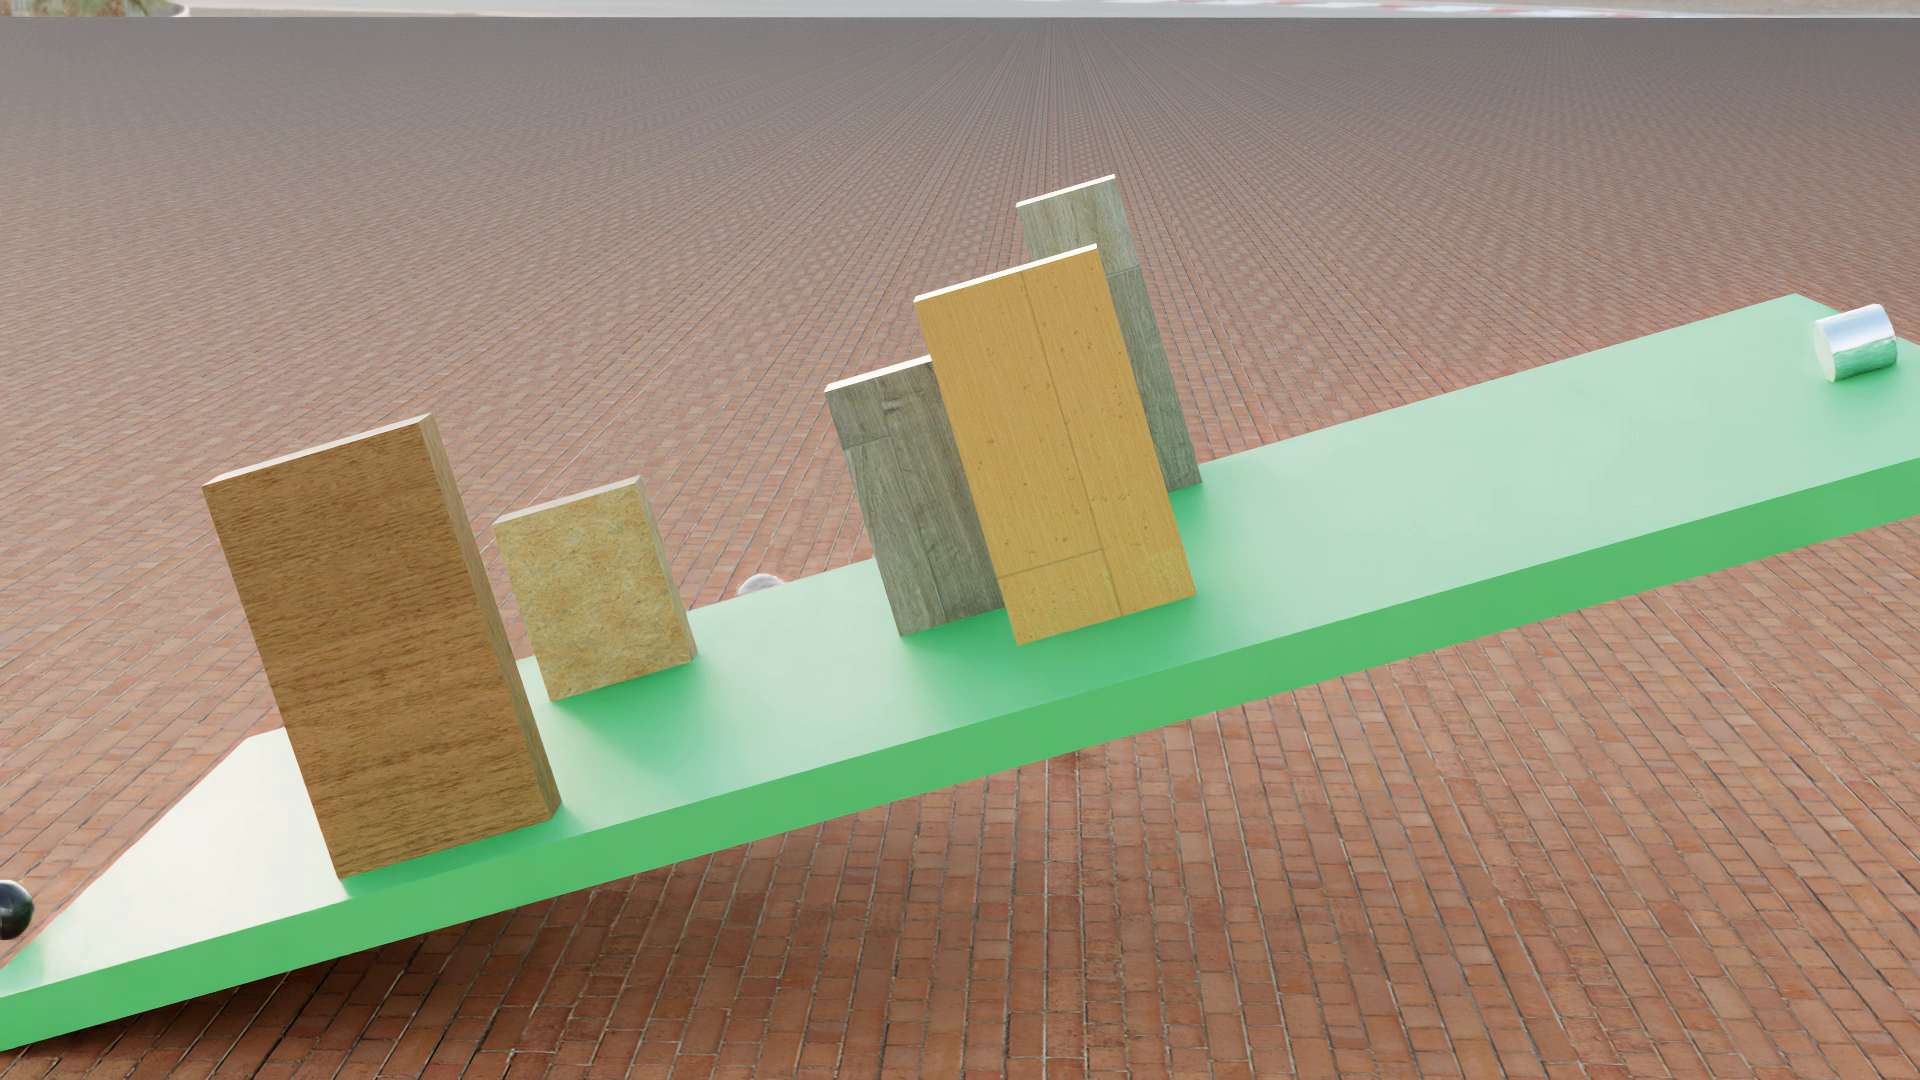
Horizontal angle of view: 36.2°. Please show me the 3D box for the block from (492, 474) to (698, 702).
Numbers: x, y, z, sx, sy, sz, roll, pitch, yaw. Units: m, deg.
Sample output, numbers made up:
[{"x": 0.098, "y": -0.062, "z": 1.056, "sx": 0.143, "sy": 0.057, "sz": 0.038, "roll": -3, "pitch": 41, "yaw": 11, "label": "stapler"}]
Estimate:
[{"x": -0.834, "y": 0.111, "z": 6.735, "sx": 0.340, "sy": 0.429, "sz": 0.117, "roll": -16, "pitch": 10, "yaw": 5, "label": "block"}]

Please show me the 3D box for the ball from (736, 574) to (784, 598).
[{"x": -0.612, "y": 0.190, "z": 9.156, "sx": 0.168, "sy": 0.168, "sz": 0.168, "roll": 0, "pitch": 11, "yaw": 0, "label": "ball"}]

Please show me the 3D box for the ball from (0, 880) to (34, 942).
[{"x": -1.944, "y": 0.751, "z": 5.968, "sx": 0.123, "sy": 0.123, "sz": 0.123, "roll": 0, "pitch": 11, "yaw": 0, "label": "ball"}]

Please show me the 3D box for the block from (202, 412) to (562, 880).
[{"x": -1.092, "y": 0.203, "z": 5.589, "sx": 0.429, "sy": 0.794, "sz": 0.130, "roll": -16, "pitch": 10, "yaw": 5, "label": "block"}]

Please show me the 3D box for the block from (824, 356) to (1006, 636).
[{"x": -0.078, "y": -0.099, "z": 6.280, "sx": 0.265, "sy": 0.550, "sz": 0.116, "roll": -16, "pitch": 10, "yaw": 5, "label": "block"}]

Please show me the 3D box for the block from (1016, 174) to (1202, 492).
[{"x": 0.356, "y": -0.470, "z": 7.003, "sx": 0.241, "sy": 0.752, "sz": 0.125, "roll": -16, "pitch": 10, "yaw": 5, "label": "block"}]

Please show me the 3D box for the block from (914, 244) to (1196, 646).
[{"x": 0.191, "y": -0.187, "z": 5.826, "sx": 0.371, "sy": 0.715, "sz": 0.098, "roll": -16, "pitch": 10, "yaw": 5, "label": "block"}]

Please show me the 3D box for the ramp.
[{"x": 0.091, "y": 0.186, "z": 6.319, "sx": 4.000, "sy": 0.100, "sz": 2.000, "roll": -16, "pitch": 10, "yaw": 5, "label": "ramp"}]

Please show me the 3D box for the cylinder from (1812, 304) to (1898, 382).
[{"x": 1.826, "y": -0.403, "z": 6.004, "sx": 0.129, "sy": 0.129, "sz": 0.129, "roll": -16, "pitch": 10, "yaw": 3, "label": "cylinder"}]
